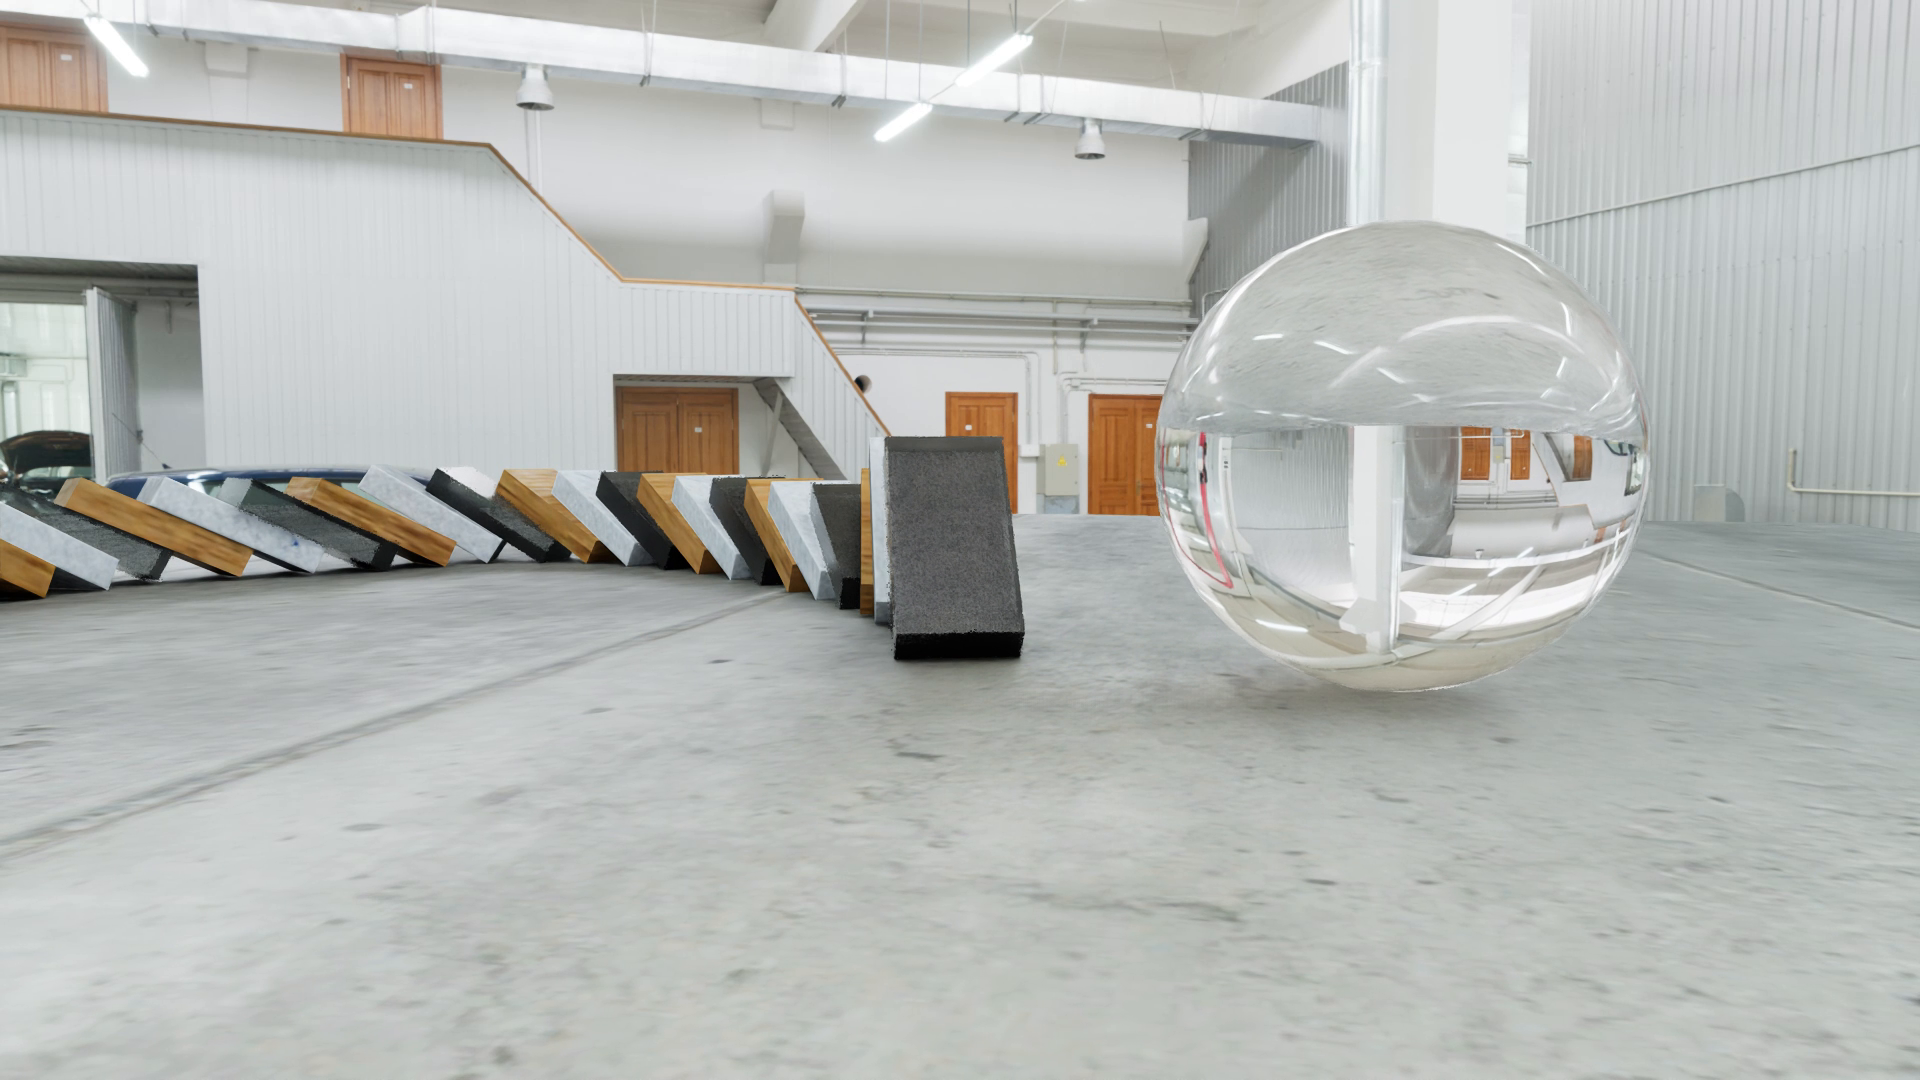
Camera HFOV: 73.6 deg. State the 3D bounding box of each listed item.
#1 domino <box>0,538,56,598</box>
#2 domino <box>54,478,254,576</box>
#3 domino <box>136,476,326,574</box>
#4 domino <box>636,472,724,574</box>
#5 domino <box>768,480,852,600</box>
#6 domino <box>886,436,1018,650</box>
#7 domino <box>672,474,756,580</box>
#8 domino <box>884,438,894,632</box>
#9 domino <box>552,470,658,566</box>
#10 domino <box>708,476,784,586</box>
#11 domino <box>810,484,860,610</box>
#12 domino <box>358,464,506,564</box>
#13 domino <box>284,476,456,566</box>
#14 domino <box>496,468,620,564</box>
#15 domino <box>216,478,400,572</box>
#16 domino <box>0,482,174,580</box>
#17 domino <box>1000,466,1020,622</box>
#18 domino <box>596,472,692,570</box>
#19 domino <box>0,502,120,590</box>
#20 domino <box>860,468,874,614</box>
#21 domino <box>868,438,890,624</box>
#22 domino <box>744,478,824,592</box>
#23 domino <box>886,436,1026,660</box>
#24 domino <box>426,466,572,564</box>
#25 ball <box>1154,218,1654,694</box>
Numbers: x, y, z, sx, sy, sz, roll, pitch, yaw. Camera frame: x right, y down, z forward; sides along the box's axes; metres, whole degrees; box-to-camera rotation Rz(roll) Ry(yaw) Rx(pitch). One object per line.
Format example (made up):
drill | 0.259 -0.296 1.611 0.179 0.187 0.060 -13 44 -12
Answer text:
domino | -0.267 0.002 0.333 0.025 0.009 0.050 0 -23 7
domino | -0.248 -0.003 0.395 0.025 0.010 0.050 1 -24 47
domino | -0.231 -0.004 0.408 0.025 0.010 0.050 2 -24 47
domino | -0.088 -0.006 0.440 0.025 0.010 0.050 -4 34 -40
domino | -0.037 -0.001 0.371 0.025 0.010 0.050 -2 32 -25
domino | -0.003 0.000 0.278 0.025 0.050 0.009 0 -36 -6
domino | -0.074 -0.005 0.424 0.025 0.009 0.050 -3 33 -36
domino | -0.005 -0.002 0.303 0.025 0.050 0.009 0 -36 -6
domino | -0.123 -0.009 0.465 0.050 0.010 0.025 37 25 30
domino | -0.059 -0.004 0.408 0.025 0.009 0.050 -3 33 -31
domino | -0.025 0.001 0.352 0.025 0.010 0.050 -1 31 -16
domino | -0.188 -0.010 0.462 0.050 0.009 0.025 33 -4 -12
domino | -0.201 -0.006 0.437 0.025 0.010 0.050 4 -22 43
domino | -0.144 -0.010 0.473 0.050 0.009 0.025 34 17 21
domino | -0.214 -0.005 0.420 0.025 0.009 0.050 4 -22 43
domino | -0.266 -0.003 0.382 0.025 0.009 0.050 -1 -26 47
domino | -0.002 -0.001 0.291 0.025 0.050 0.010 -1 -36 -7
domino | -0.105 -0.008 0.454 0.025 0.010 0.050 -4 35 -46
domino | -0.264 0.000 0.355 0.025 0.010 0.050 1 -23 12
domino | -0.013 0.000 0.333 0.025 0.010 0.050 1 37 -5
domino | -0.009 -0.003 0.315 0.025 0.050 0.010 0 -36 -6
domino | -0.047 -0.002 0.390 0.025 0.009 0.050 -2 32 -26
domino | -0.002 0.001 0.266 0.025 0.050 0.010 0 -36 -6
domino | -0.167 -0.010 0.471 0.050 0.010 0.025 32 7 3
ball | 0.074 -0.014 0.220 0.080 0.080 0.080 0 4 0
